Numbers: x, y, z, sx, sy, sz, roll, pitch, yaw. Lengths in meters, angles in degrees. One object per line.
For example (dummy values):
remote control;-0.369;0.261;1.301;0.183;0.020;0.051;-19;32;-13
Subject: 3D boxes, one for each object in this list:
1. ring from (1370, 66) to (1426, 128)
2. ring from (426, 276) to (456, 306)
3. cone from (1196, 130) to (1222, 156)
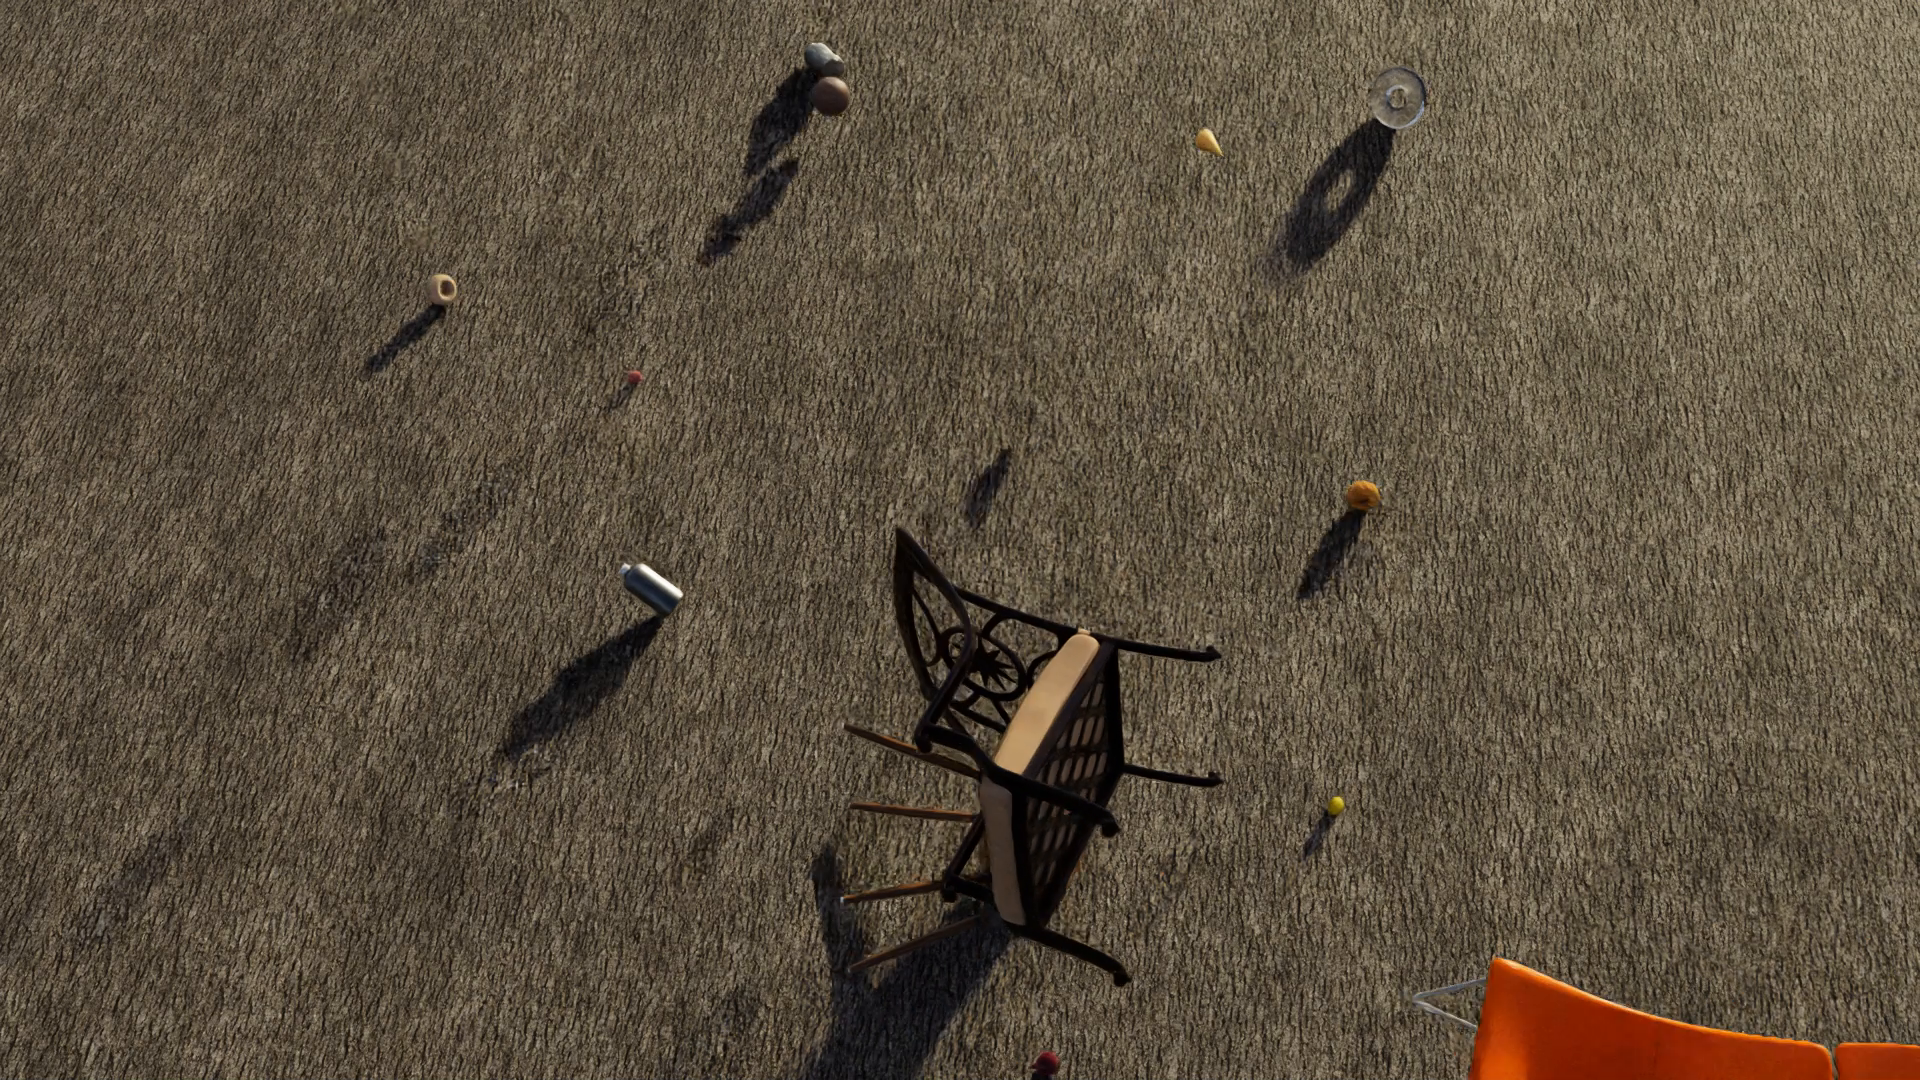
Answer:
ring;1.489;-1.502;7.472;0.049;0.213;0.207;-22;75;-48
ring;-1.666;-0.802;7.058;0.056;0.097;0.101;3;20;39
cone;0.811;-1.255;7.033;0.065;0.067;0.134;4;31;-29
